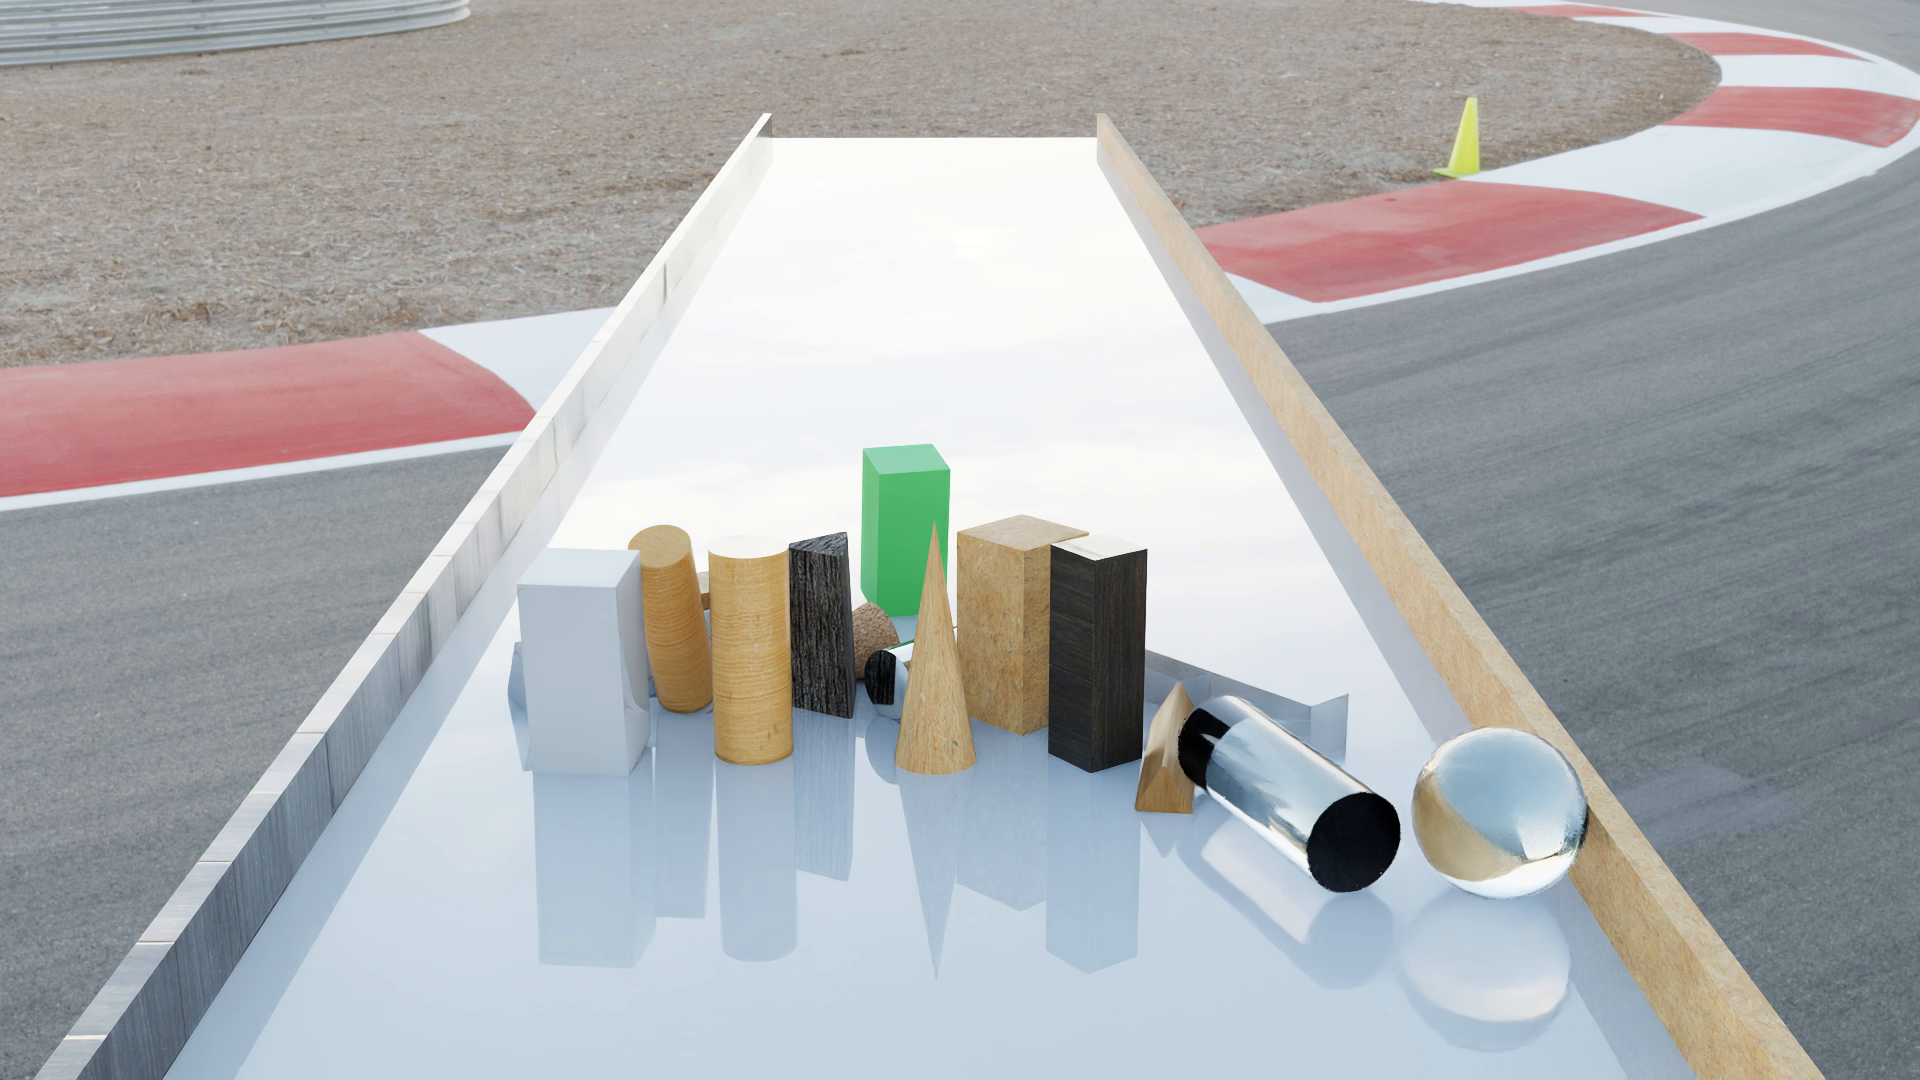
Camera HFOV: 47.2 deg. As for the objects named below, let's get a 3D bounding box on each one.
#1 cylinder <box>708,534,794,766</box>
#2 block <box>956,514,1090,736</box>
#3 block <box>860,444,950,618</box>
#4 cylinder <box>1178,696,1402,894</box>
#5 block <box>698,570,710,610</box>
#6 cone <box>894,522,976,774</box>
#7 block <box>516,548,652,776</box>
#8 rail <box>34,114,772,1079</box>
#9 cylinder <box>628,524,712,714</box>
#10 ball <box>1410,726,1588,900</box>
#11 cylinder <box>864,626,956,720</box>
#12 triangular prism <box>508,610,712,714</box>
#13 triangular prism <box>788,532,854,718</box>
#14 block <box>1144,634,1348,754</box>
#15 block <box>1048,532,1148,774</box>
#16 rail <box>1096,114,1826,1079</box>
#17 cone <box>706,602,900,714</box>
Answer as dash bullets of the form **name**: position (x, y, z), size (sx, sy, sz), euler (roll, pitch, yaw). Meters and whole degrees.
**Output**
- **cylinder**: position (-0.370, 0.195, 3.898), size (0.141, 0.384, 0.141), euler (0, 17, 0)
- **block**: position (0.116, 0.154, 4.088), size (0.173, 0.353, 0.173), euler (-16, 23, -42)
- **block**: position (-0.119, -0.020, 4.689), size (0.153, 0.329, 0.153), euler (-5, 24, -15)
- **cylinder**: position (0.526, 0.406, 3.572), size (0.166, 0.166, 0.443), euler (-6, 18, -20)
- **block**: position (-0.493, 0.147, 4.494), size (0.435, 0.137, 0.137), euler (-9, 19, -27)
- **cone**: position (-0.044, 0.176, 3.853), size (0.147, 0.445, 0.147), euler (0, 17, 0)
- **block**: position (-0.656, 0.213, 3.861), size (0.172, 0.358, 0.172), euler (2, 21, 6)
- **rail**: position (-1.118, -0.838, 7.780), size (0.050, 0.150, 12.000), euler (0, 17, -1)
- **cylinder**: position (-0.526, 0.149, 4.042), size (0.114, 0.377, 0.114), euler (-2, 43, 2)
- **ball**: position (0.824, 0.416, 3.365), size (0.264, 0.264, 0.264), euler (0, 17, 0)
- **cylinder**: position (-0.012, 0.235, 4.206), size (0.343, 0.133, 0.133), euler (-16, 23, -42)
- **triangular prism**: position (-0.633, 0.221, 4.248), size (0.457, 0.127, 0.147), euler (-9, 18, -28)
- **triangular prism**: position (-0.238, 0.154, 4.127), size (0.133, 0.324, 0.116), euler (10, 23, 29)
- **block**: position (0.517, 0.287, 4.079), size (0.103, 0.103, 0.429), euler (-14, 22, -39)
- **block**: position (0.242, 0.198, 3.875), size (0.120, 0.391, 0.120), euler (-12, 20, -35)
- **rail**: position (0.932, -0.844, 7.801), size (0.050, 0.150, 12.000), euler (0, 17, -1)
- **cone**: position (-0.319, 0.258, 4.233), size (0.405, 0.145, 0.145), euler (-23, 26, -31)
